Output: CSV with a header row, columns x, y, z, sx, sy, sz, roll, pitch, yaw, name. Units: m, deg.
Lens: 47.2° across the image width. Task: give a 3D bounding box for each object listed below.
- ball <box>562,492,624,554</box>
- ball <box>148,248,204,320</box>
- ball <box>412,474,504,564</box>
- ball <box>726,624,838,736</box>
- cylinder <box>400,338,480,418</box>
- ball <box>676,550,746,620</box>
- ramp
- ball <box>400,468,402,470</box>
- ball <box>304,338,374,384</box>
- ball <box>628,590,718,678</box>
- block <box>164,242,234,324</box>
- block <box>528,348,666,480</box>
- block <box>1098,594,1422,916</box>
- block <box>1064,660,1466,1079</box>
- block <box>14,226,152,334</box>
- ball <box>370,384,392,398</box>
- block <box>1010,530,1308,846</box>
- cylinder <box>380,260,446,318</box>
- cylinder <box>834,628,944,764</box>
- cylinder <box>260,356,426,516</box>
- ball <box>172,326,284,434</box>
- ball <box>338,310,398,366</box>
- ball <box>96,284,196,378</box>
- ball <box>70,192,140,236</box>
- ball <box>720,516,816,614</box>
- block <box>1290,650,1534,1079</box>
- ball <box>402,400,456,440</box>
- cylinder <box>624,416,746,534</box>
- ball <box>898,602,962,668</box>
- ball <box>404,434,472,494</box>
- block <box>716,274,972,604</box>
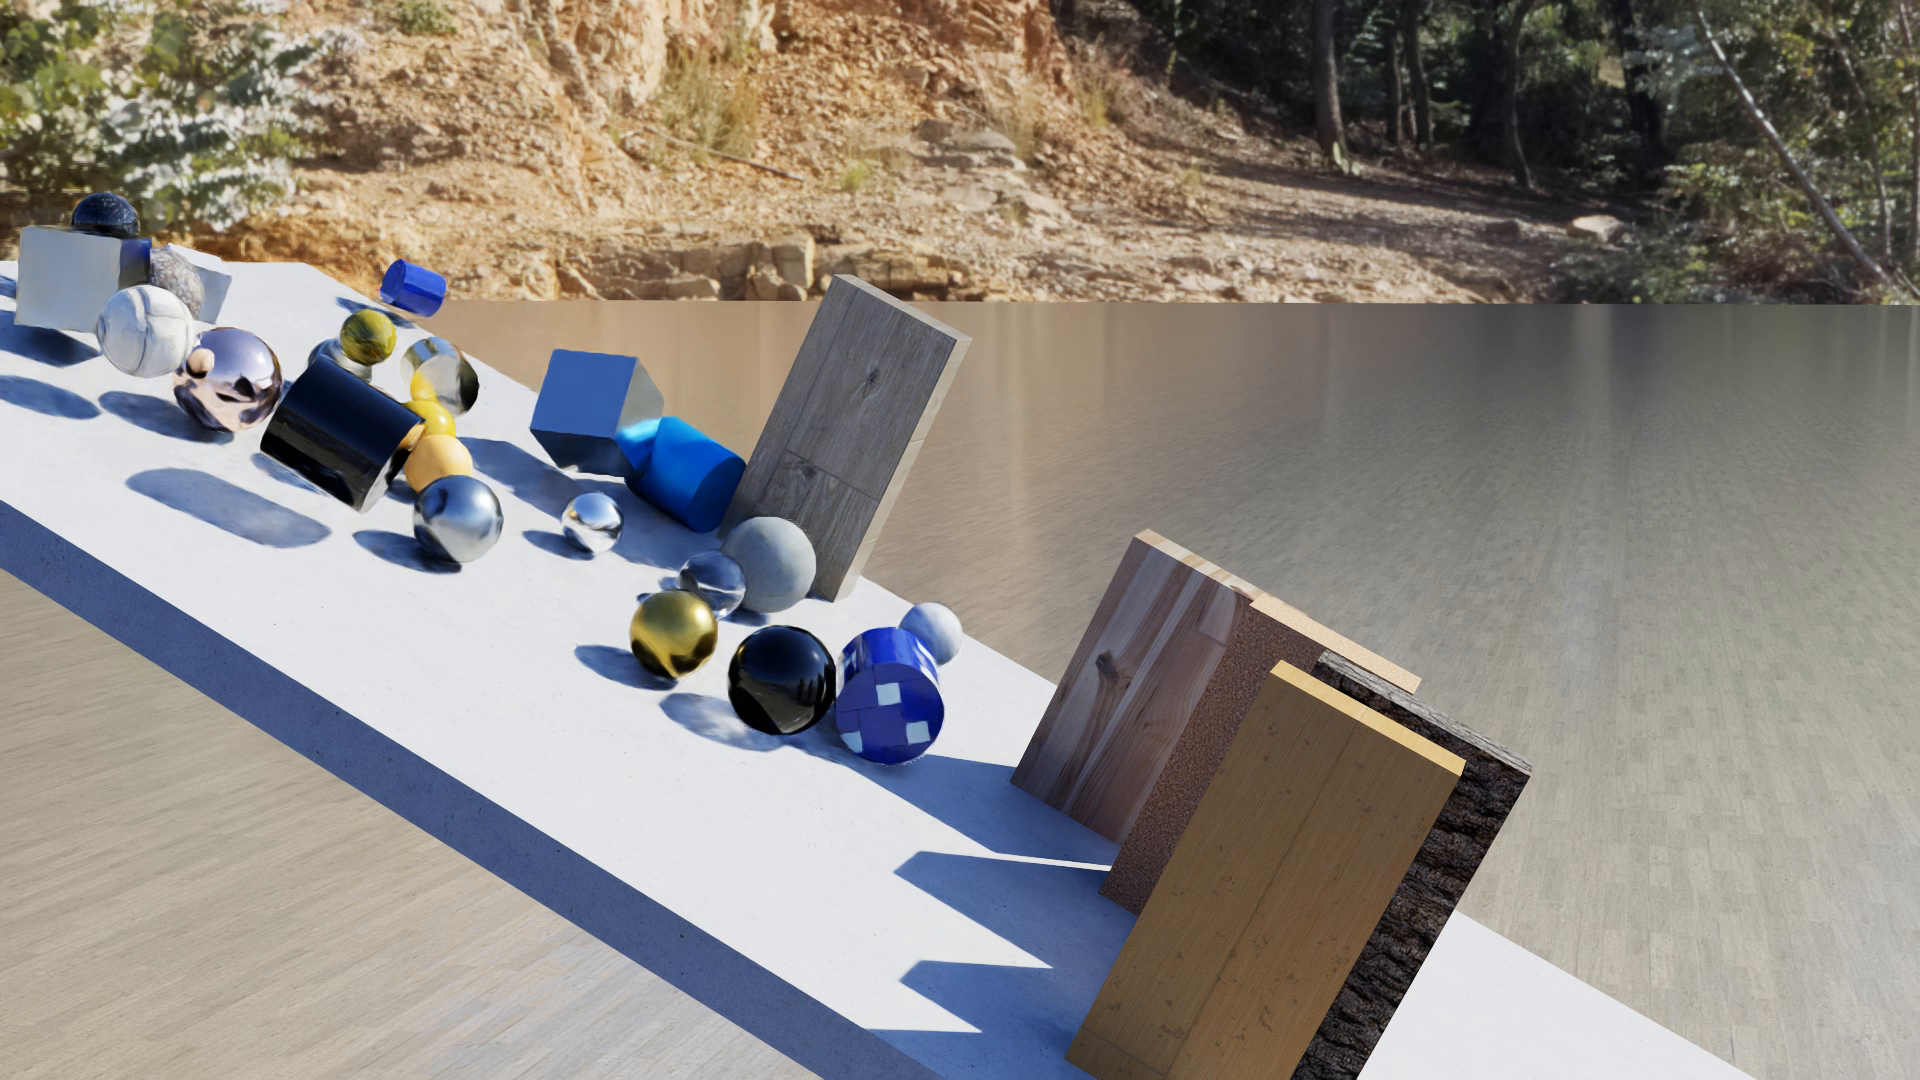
x,y,z,sx,sy,sz,roll,pitch,yaw,name
-0.740,-0.035,4.432,0.126,0.126,0.126,0,7,0,ball
-1.625,-0.501,4.449,0.180,0.180,0.180,0,7,0,ball
-0.922,-0.038,4.034,0.164,0.164,0.164,0,7,0,ball
-0.321,0.253,3.964,0.200,0.200,0.200,0,7,0,ball
-1.091,-0.338,4.602,0.141,0.141,0.141,-3,21,-23,cylinder
-0.496,0.090,4.384,0.137,0.137,0.137,0,7,0,ball
-0.244,0.409,4.159,4.000,0.100,2.000,29,14,12,ramp
-1.135,-0.187,4.172,0.178,0.178,0.178,0,7,0,ball
-1.295,-0.353,4.583,0.138,0.138,0.138,0,7,0,ball
-0.519,0.171,3.990,0.163,0.163,0.163,0,7,0,ball
-1.650,-0.550,4.716,0.116,0.116,0.116,14,18,-40,block
-0.789,-0.274,4.797,0.197,0.197,0.197,7,-23,15,block
0.536,0.444,3.951,0.319,0.602,0.149,29,14,12,block
0.443,0.549,3.239,0.301,0.676,0.105,29,14,12,block
-1.660,-0.493,4.169,0.182,0.182,0.182,7,8,-4,block
-1.176,-0.233,4.326,0.152,0.152,0.152,0,7,0,ball
0.383,0.310,4.274,0.351,0.553,0.127,29,14,12,block
-1.342,-0.616,5.398,0.113,0.113,0.113,19,-7,-41,cylinder
-0.136,0.291,4.151,0.201,0.201,0.201,0,17,-4,cylinder
-1.088,-0.184,3.880,0.204,0.204,0.204,32,5,-6,cylinder
-1.371,-0.299,4.118,0.199,0.199,0.199,0,7,0,ball
-1.204,-0.411,4.474,0.115,0.115,0.115,0,7,0,ball
-1.463,-0.374,3.953,0.167,0.167,0.167,0,7,0,ball
-1.713,-0.632,4.408,0.129,0.129,0.129,0,7,0,ball
-0.400,0.052,4.558,0.203,0.203,0.203,0,7,0,ball
0.606,0.554,3.582,0.372,0.643,0.108,29,14,12,block
-1.088,-0.215,4.441,0.140,0.140,0.140,0,7,0,ball
-0.613,-0.146,4.921,0.195,0.195,0.195,32,21,23,cylinder
-0.059,0.187,4.311,0.129,0.129,0.129,0,7,0,ball
-1.023,-0.143,4.311,0.131,0.131,0.131,0,7,0,ball
-0.261,-0.225,4.880,0.314,0.652,0.114,29,14,12,block
